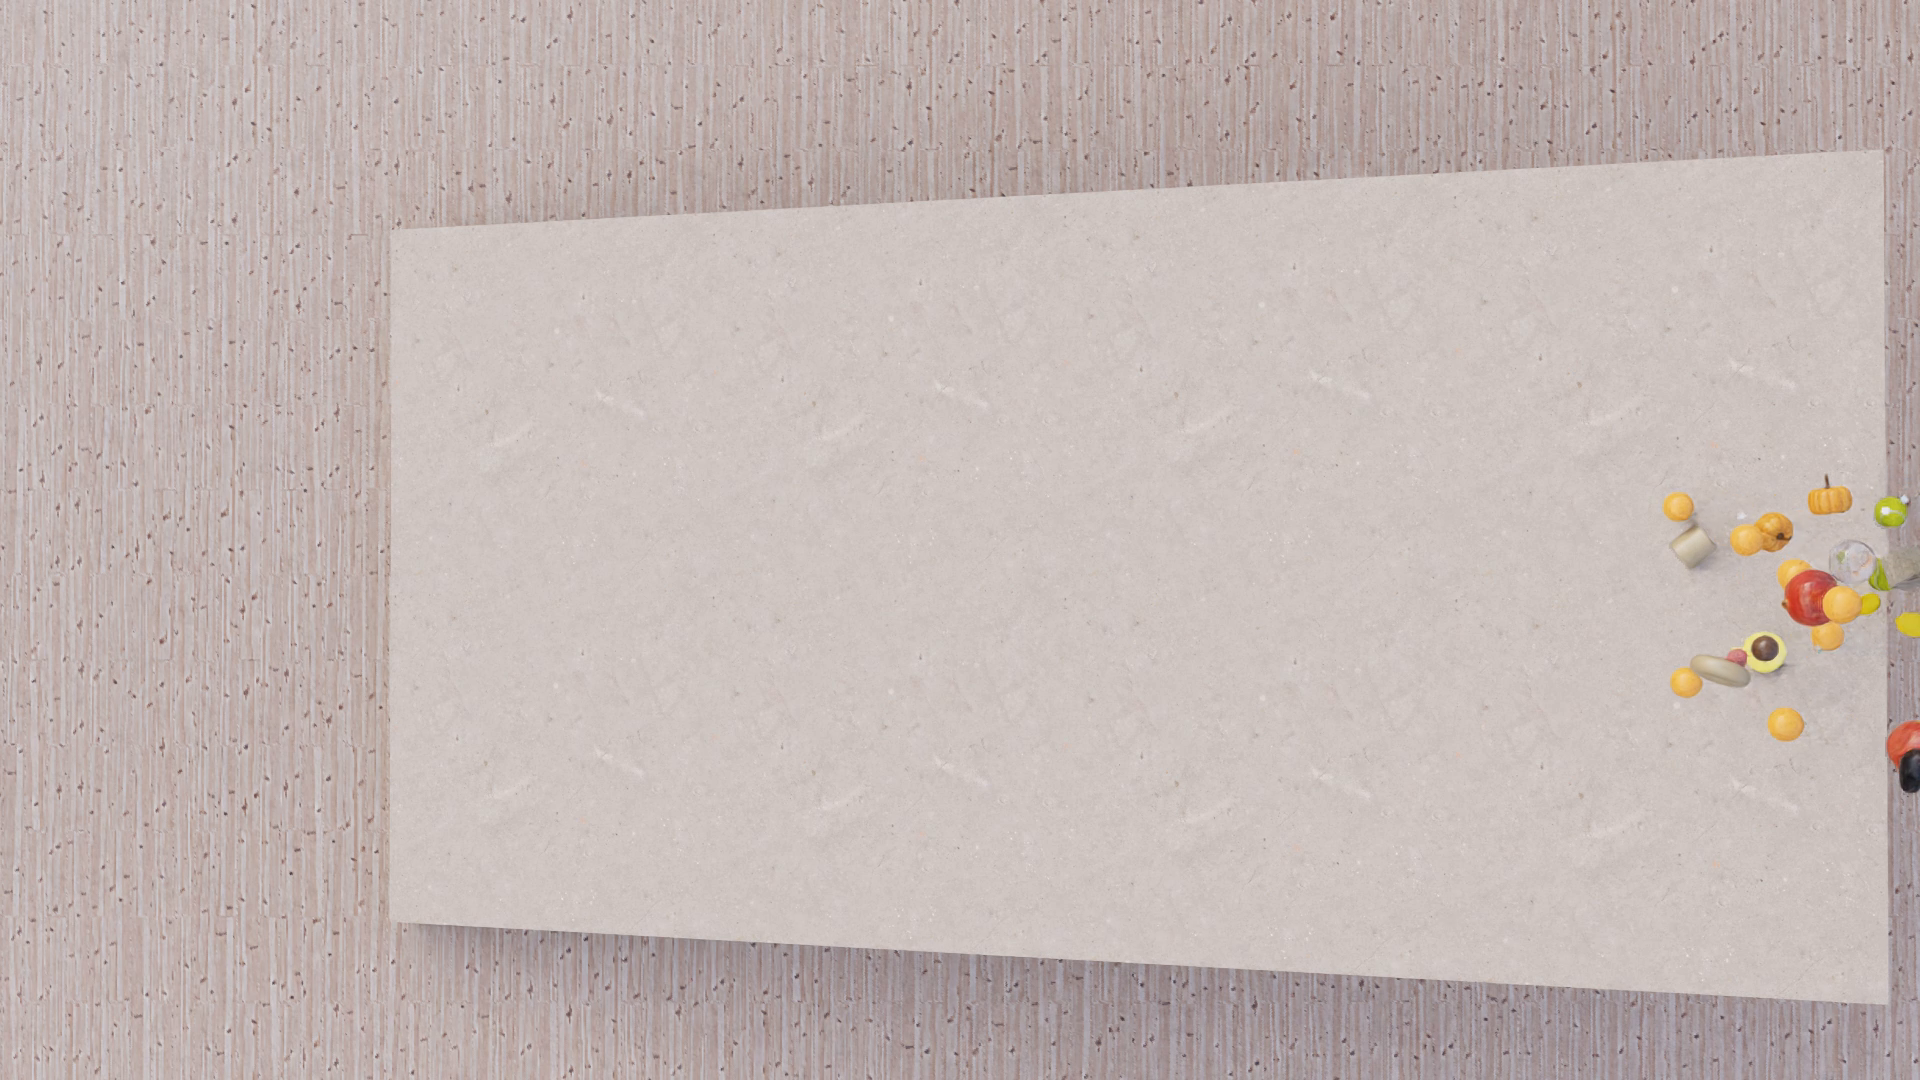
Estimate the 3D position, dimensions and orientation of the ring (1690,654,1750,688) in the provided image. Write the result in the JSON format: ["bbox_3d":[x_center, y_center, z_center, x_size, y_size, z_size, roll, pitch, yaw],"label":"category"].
[{"bbox_3d":[1.666,0.287,4.818,0.130,0.130,0.043,21,85,0],"label":"ring"}]

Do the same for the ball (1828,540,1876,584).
[{"bbox_3d":[1.773,0.044,4.369,0.088,0.088,0.088,0,89,0],"label":"ball"}]

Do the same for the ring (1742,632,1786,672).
[{"bbox_3d":[1.903,0.265,5.203,0.098,0.033,0.098,2,97,17],"label":"ring"}]

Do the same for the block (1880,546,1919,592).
[{"bbox_3d":[1.928,0.058,4.471,0.065,0.065,0.065,7,59,-27],"label":"block"}]

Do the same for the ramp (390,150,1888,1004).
[{"bbox_3d":[0.275,0.093,5.797,4.000,0.100,2.000,0,89,18],"label":"ramp"}]

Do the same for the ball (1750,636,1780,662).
[{"bbox_3d":[1.777,0.240,4.856,0.058,0.058,0.058,0,89,0],"label":"ball"}]

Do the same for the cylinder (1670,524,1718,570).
[{"bbox_3d":[1.748,0.017,5.234,0.080,0.080,0.080,-39,89,14],"label":"cylinder"}]
